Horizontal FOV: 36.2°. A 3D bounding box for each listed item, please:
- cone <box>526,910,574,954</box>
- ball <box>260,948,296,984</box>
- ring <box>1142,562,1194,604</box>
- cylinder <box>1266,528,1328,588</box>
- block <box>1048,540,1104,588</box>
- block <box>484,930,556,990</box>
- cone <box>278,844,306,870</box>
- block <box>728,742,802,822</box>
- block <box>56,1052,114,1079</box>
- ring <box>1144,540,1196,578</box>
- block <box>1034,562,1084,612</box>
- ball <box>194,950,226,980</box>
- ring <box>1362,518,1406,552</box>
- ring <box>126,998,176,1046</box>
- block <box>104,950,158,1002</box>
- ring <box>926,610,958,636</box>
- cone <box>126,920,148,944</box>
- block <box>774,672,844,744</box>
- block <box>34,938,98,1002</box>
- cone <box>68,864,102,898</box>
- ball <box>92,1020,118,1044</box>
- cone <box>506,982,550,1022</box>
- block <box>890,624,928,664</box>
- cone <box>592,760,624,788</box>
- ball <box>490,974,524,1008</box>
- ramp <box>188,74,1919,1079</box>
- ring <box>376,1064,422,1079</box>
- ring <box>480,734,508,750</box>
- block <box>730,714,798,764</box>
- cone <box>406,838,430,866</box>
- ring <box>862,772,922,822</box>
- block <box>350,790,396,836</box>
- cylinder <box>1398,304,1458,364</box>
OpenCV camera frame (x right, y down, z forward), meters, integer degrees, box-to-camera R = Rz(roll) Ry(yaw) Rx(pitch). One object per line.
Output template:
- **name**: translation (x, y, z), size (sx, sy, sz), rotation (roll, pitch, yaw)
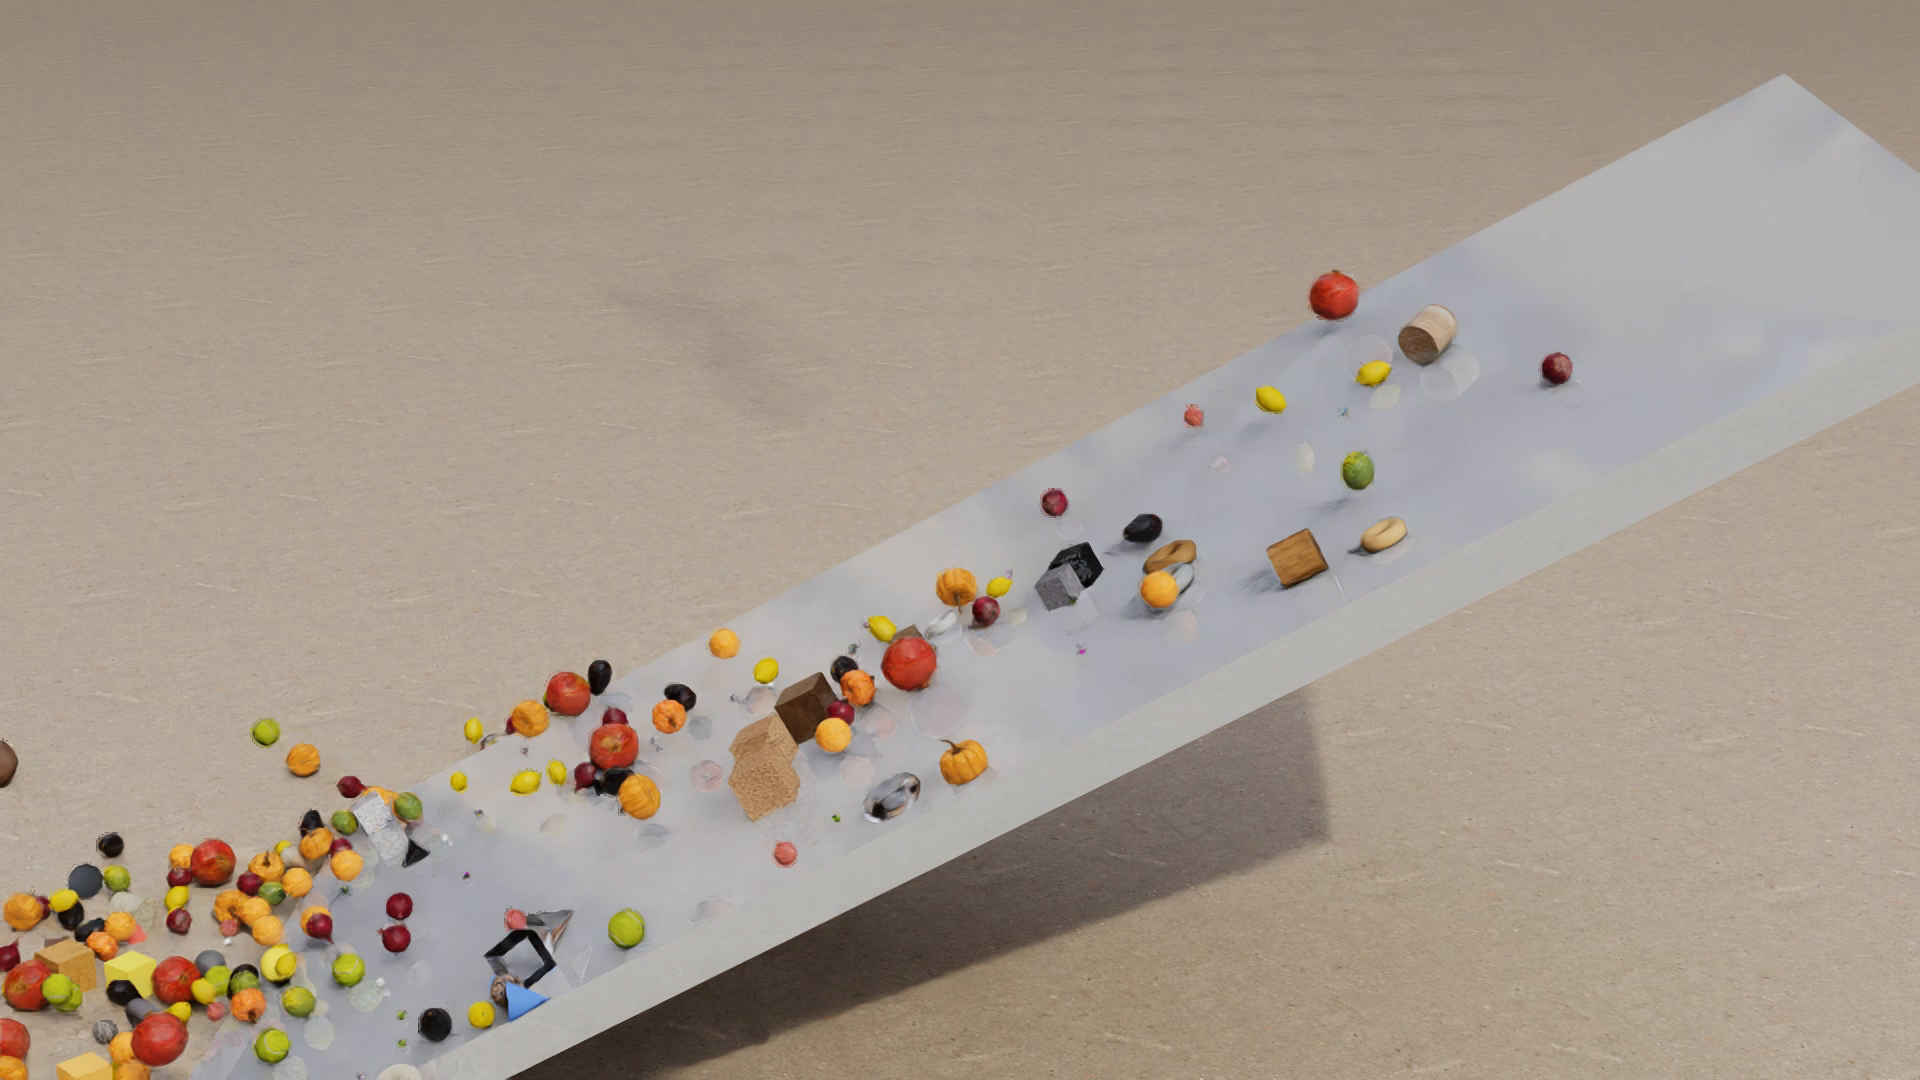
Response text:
- **cone**: translation (-0.789, 0.749, 5.775), size (0.089, 0.089, 0.089), rotation (18, 41, 43)
- **ball**: translation (-1.520, 0.948, 6.554), size (0.080, 0.080, 0.080), rotation (0, 18, 0)
- **ring**: translation (0.408, 0.084, 5.757), size (0.113, 0.038, 0.113), rotation (-30, 14, 8)
- **cylinder**: translation (0.620, 0.033, 5.412), size (0.084, 0.084, 0.084), rotation (-27, 14, 11)
- **block**: translation (0.241, 0.058, 6.108), size (0.071, 0.071, 0.071), rotation (-21, 17, 32)
- **block**: translation (-0.849, 0.811, 5.679), size (0.083, 0.083, 0.083), rotation (-39, 17, -31)
- **cone**: translation (-1.669, 0.814, 7.424), size (0.072, 0.072, 0.072), rotation (20, 27, 40)
- **block**: translation (-0.389, 0.482, 5.857), size (0.099, 0.099, 0.099), rotation (-27, 14, 12)
- **block**: translation (-1.889, 1.172, 6.356), size (0.085, 0.085, 0.085), rotation (-17, 24, -42)
- **ring**: translation (0.421, 0.039, 5.881), size (0.117, 0.039, 0.117), rotation (-30, 14, 8)
- **block**: translation (0.205, 0.097, 6.063), size (0.063, 0.063, 0.063), rotation (-21, 17, 32)
- **ball**: translation (-1.751, 0.992, 6.868), size (0.070, 0.070, 0.070), rotation (0, 18, 0)
- **ring**: translation (0.773, -0.009, 5.364), size (0.089, 0.030, 0.089), rotation (-27, 15, 8)
- **ring**: translation (-1.805, 1.076, 6.557), size (0.133, 0.133, 0.044), rotation (14, 48, 37)
- **block**: translation (-1.927, 1.017, 6.841), size (0.081, 0.081, 0.081), rotation (13, 22, 34)
- **ring**: translation (-0.040, 0.180, 6.346), size (0.077, 0.026, 0.077), rotation (-29, 15, 9)
- **cone**: translation (-1.996, 0.942, 7.120), size (0.052, 0.052, 0.052), rotation (0, 18, 0)
- **block**: translation (-0.316, 0.352, 6.164), size (0.095, 0.095, 0.095), rotation (-26, 15, 17)
- **block**: translation (-2.085, 1.002, 6.862), size (0.095, 0.095, 0.095), rotation (15, 23, 38)
- **cone**: translation (-2.186, 0.862, 7.374), size (0.085, 0.085, 0.085), rotation (-3, -14, -8)
- **ball**: translation (-1.921, 1.106, 6.610), size (0.055, 0.055, 0.055), rotation (0, 18, 0)
- **cone**: translation (-0.808, 0.864, 5.515), size (0.078, 0.078, 0.078), rotation (-4, 18, -8)
- **block**: translation (-0.111, 0.223, 6.278), size (0.055, 0.055, 0.055), rotation (-26, 15, 16)
- **cone**: translation (-0.773, 0.539, 6.568), size (0.067, 0.067, 0.067), rotation (32, 28, 16)
- **ball**: translation (-0.859, 0.855, 5.583), size (0.066, 0.066, 0.066), rotation (0, 18, 0)
- **ramp**: translation (0.142, 0.167, 6.283), size (4.000, 0.100, 2.000), rotation (-27, 14, 11)
- **ring**: translation (-1.059, 1.041, 5.537), size (0.113, 0.113, 0.038), rotation (11, -22, 30)
- **ring**: translation (-1.223, 0.564, 7.822), size (0.113, 0.113, 0.038), rotation (5, 30, 15)
- **block**: translation (-0.404, 0.432, 6.073), size (0.092, 0.092, 0.092), rotation (-26, 15, 18)
- **cone**: translation (-1.281, 0.741, 6.886), size (0.061, 0.061, 0.061), rotation (34, -5, 4)
- **ring**: translation (-0.127, 0.479, 5.463), size (0.123, 0.041, 0.123), rotation (-30, 17, 10)
- **block**: translation (-1.474, 0.684, 7.375), size (0.077, 0.077, 0.077), rotation (-34, 14, -13)
- **cylinder**: translation (0.995, -0.437, 6.242), size (0.094, 0.094, 0.094), rotation (13, 42, 36)
